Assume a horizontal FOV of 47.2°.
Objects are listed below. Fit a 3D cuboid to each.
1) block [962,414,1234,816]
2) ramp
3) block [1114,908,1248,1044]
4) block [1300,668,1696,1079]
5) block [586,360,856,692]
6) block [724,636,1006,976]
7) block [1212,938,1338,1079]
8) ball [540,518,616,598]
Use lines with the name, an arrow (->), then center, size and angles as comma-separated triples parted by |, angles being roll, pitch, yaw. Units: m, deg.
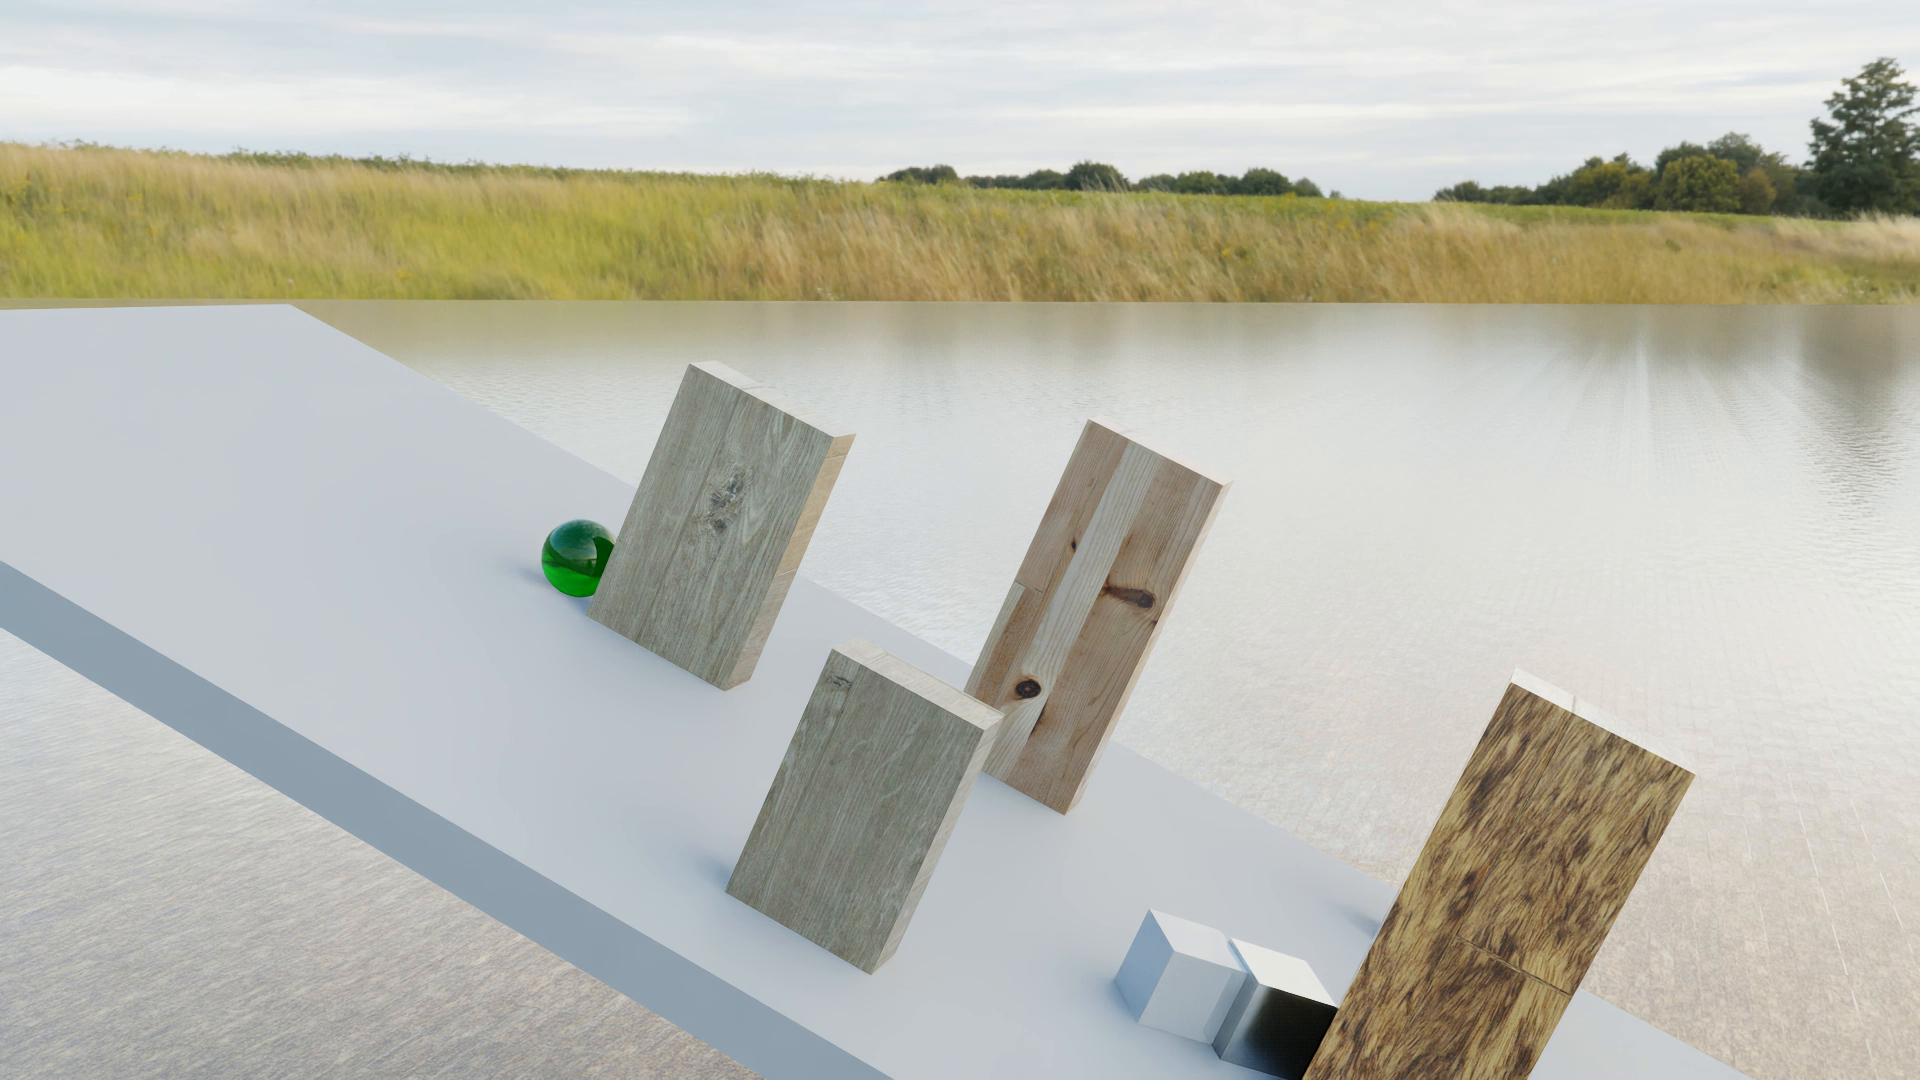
block -> 0.249, 0.151, 4.425 | 0.296, 0.744, 0.123 | 27, 14, 12
ramp -> -0.268, 0.459, 4.173 | 4.000, 0.100, 2.000 | 27, 14, 12
block -> 0.371, 0.734, 3.700 | 0.142, 0.142, 0.142 | 20, 14, -18
block -> 0.837, 0.630, 3.498 | 0.302, 0.795, 0.139 | 27, 14, 12
block -> -0.469, -0.029, 4.296 | 0.324, 0.549, 0.127 | 27, 14, 12
block -> -0.148, 0.410, 3.413 | 0.266, 0.434, 0.120 | 27, 14, 12
block -> 0.512, 0.791, 3.707 | 0.151, 0.151, 0.151 | 20, 14, -18
ball -> -0.756, 0.035, 4.393 | 0.159, 0.159, 0.159 | 0, 7, 0
